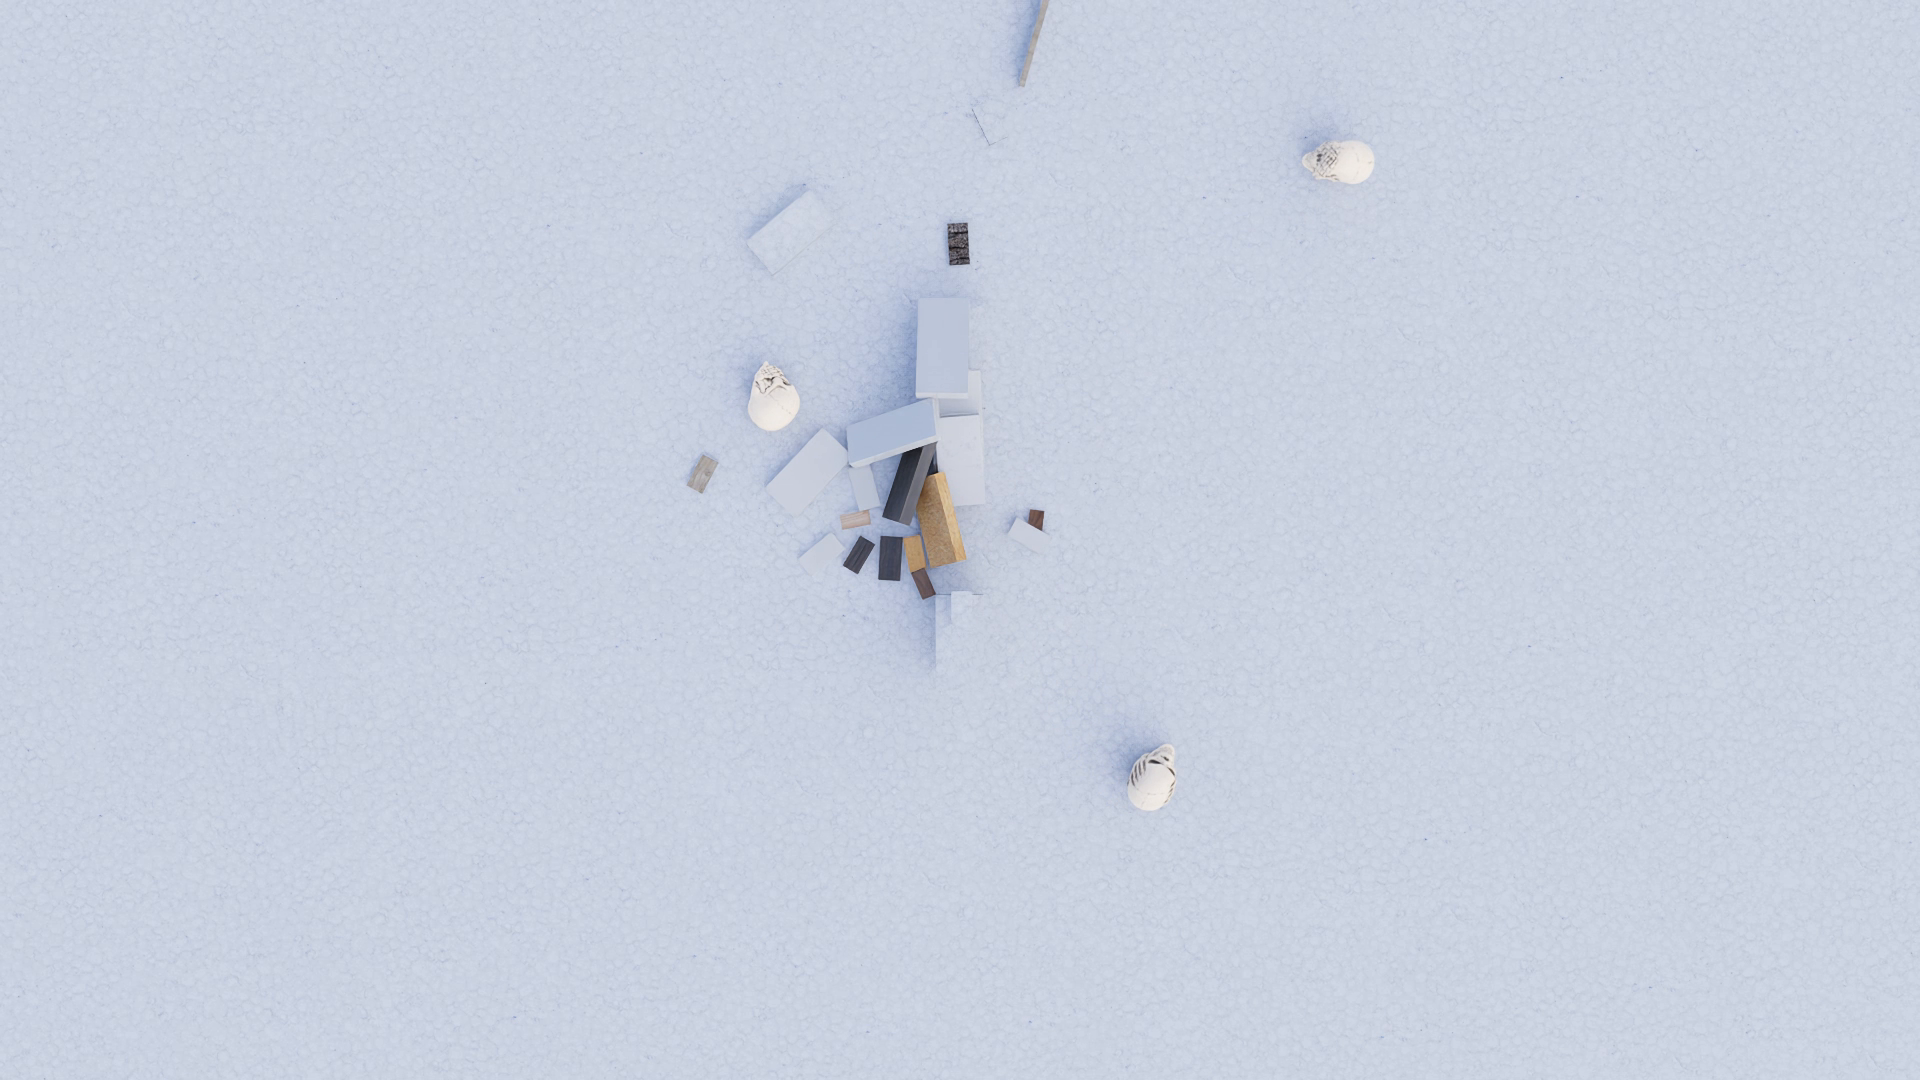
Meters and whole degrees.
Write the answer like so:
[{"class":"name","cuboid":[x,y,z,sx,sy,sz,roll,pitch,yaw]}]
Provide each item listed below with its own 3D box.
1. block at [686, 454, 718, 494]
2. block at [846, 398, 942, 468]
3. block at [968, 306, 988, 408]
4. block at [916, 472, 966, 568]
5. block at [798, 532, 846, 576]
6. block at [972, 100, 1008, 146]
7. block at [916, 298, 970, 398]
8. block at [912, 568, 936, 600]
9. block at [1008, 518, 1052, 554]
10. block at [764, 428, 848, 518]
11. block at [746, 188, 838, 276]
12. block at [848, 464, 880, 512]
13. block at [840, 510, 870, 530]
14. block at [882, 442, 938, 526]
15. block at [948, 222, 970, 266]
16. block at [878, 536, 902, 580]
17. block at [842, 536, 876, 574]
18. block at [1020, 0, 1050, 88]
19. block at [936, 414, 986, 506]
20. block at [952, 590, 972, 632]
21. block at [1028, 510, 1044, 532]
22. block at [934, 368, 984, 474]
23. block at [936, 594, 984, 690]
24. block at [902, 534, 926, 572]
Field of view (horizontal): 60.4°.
[{"class":"block","cuboid":[-0.857,-0.219,5.492,0.058,0.016,0.116,28,90,0]},{"class":"block","cuboid":[-0.218,-0.350,5.392,0.325,0.040,0.140,-17,64,23]},{"class":"block","cuboid":[0.003,-0.606,5.476,0.168,0.048,0.336,1,90,0]},{"class":"block","cuboid":[-0.073,-0.064,5.429,0.042,0.148,0.295,-14,90,-37]},{"class":"block","cuboid":[-0.461,0.048,5.490,0.147,0.021,0.073,-39,90,0]},{"class":"block","cuboid":[0.100,-1.390,5.490,0.068,0.019,0.136,-26,90,0]},{"class":"block","cuboid":[-0.055,-0.626,5.380,0.168,0.048,0.336,1,73,2]},{"class":"block","cuboid":[-0.121,0.145,5.484,0.049,0.014,0.097,-23,99,2]},{"class":"block","cuboid":[0.232,-0.012,5.477,0.135,0.019,0.068,29,90,0]},{"class":"block","cuboid":[-0.501,-0.224,5.480,0.140,0.040,0.279,43,90,0]},{"class":"block","cuboid":[-0.560,-1.022,5.480,0.279,0.040,0.140,-40,90,0]},{"class":"block","cuboid":[-0.318,-0.176,5.490,0.073,0.021,0.147,-15,90,0]},{"class":"block","cuboid":[-0.348,-0.067,5.493,0.097,0.014,0.049,-10,90,0]},{"class":"block","cuboid":[-0.165,-0.201,5.424,0.042,0.148,0.295,18,90,-26]},{"class":"block","cuboid":[-0.005,-0.985,5.490,0.068,0.019,0.136,-3,90,0]},{"class":"block","cuboid":[-0.231,0.061,5.490,0.073,0.021,0.147,3,90,0]},{"class":"block","cuboid":[-0.336,0.050,5.492,0.058,0.016,0.116,31,90,0]},{"class":"block","cuboid":[0.255,-1.682,5.466,0.019,0.067,0.355,16,90,0]},{"class":"block","cuboid":[0.000,-0.262,5.422,0.148,0.042,0.295,-4,103,1]},{"class":"block","cuboid":[0.005,0.219,5.022,0.063,0.018,0.127,0,90,0]},{"class":"block","cuboid":[0.251,-0.051,5.493,0.049,0.014,0.097,8,90,0]},{"class":"block","cuboid":[-0.010,-0.390,5.439,0.168,0.048,0.336,-3,103,1]},{"class":"block","cuboid":[-0.001,0.321,5.179,0.150,0.042,0.300,0,90,0]},{"class":"block","cuboid":[-0.150,0.045,5.492,0.058,0.016,0.116,-12,90,0]}]
